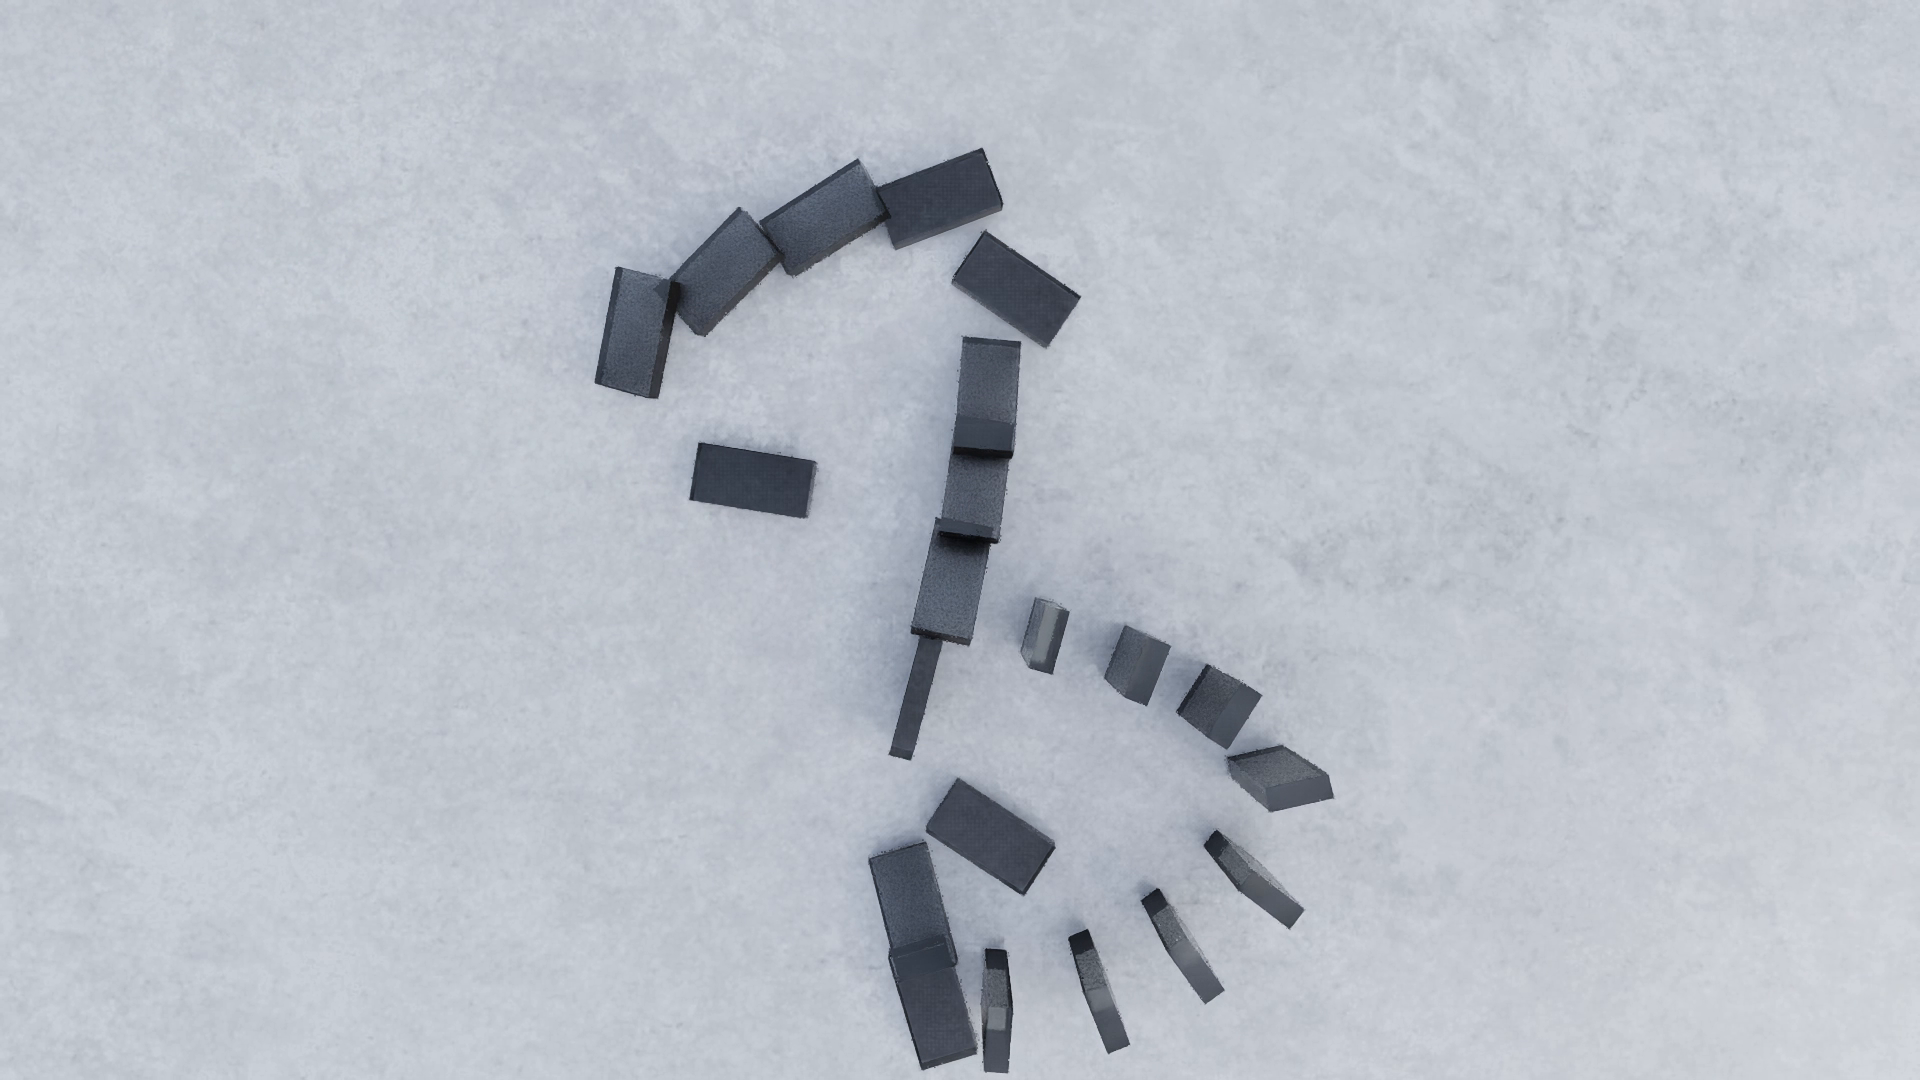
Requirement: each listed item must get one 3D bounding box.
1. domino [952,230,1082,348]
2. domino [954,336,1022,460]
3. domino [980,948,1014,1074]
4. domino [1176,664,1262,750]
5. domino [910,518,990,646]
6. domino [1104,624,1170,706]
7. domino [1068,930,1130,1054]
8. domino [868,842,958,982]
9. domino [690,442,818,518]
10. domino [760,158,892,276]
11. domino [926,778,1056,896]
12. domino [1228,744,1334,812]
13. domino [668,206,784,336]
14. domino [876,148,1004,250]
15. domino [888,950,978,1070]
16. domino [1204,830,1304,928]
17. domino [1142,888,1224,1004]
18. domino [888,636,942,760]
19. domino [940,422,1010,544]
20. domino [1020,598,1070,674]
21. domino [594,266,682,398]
[{"bbox_3d":[0.024,-0.108,0.395,0.050,0.010,0.025,35,90,0],"label":"domino"},{"bbox_3d":[0.012,-0.061,0.389,0.025,0.009,0.050,5,75,-1],"label":"domino"},{"bbox_3d":[0.015,0.191,0.375,0.009,0.050,0.025,4,90,0],"label":"domino"},{"bbox_3d":[0.105,0.067,0.375,0.009,0.050,0.025,33,90,0],"label":"domino"},{"bbox_3d":[-0.003,0.017,0.385,0.025,0.010,0.050,12,65,0],"label":"domino"},{"bbox_3d":[0.072,0.050,0.375,0.009,0.050,0.025,22,90,0],"label":"domino"},{"bbox_3d":[0.056,0.183,0.375,0.010,0.050,0.025,-22,90,0],"label":"domino"},{"bbox_3d":[-0.020,0.157,0.390,0.025,0.009,0.050,-17,77,0],"label":"domino"},{"bbox_3d":[-0.089,-0.025,0.395,0.050,0.010,0.025,9,90,0],"label":"domino"},{"bbox_3d":[-0.057,-0.137,0.390,0.050,0.010,0.025,-28,90,12],"label":"domino"},{"bbox_3d":[0.013,0.128,0.395,0.050,0.009,0.025,33,90,0],"label":"domino"},{"bbox_3d":[0.130,0.097,0.375,0.025,0.050,0.010,-13,90,0],"label":"domino"},{"bbox_3d":[-0.102,-0.114,0.390,0.050,0.009,0.025,-41,90,11],"label":"domino"},{"bbox_3d":[-0.009,-0.147,0.395,0.050,0.010,0.025,-21,90,0],"label":"domino"},{"bbox_3d":[-0.012,0.199,0.395,0.025,0.010,0.050,-17,90,0],"label":"domino"},{"bbox_3d":[0.119,0.137,0.375,0.025,0.050,0.009,37,90,0],"label":"domino"},{"bbox_3d":[0.090,0.165,0.375,0.010,0.050,0.025,-36,90,0],"label":"domino"},{"bbox_3d":[-0.018,0.065,0.388,0.009,0.025,0.050,15,90,0],"label":"domino"},{"bbox_3d":[0.007,-0.025,0.389,0.025,0.010,0.050,8,76,0],"label":"domino"},{"bbox_3d":[0.034,0.038,0.375,0.009,0.050,0.025,16,90,0],"label":"domino"},{"bbox_3d":[-0.137,-0.088,0.390,0.025,0.009,0.050,16,100,7],"label":"domino"}]
